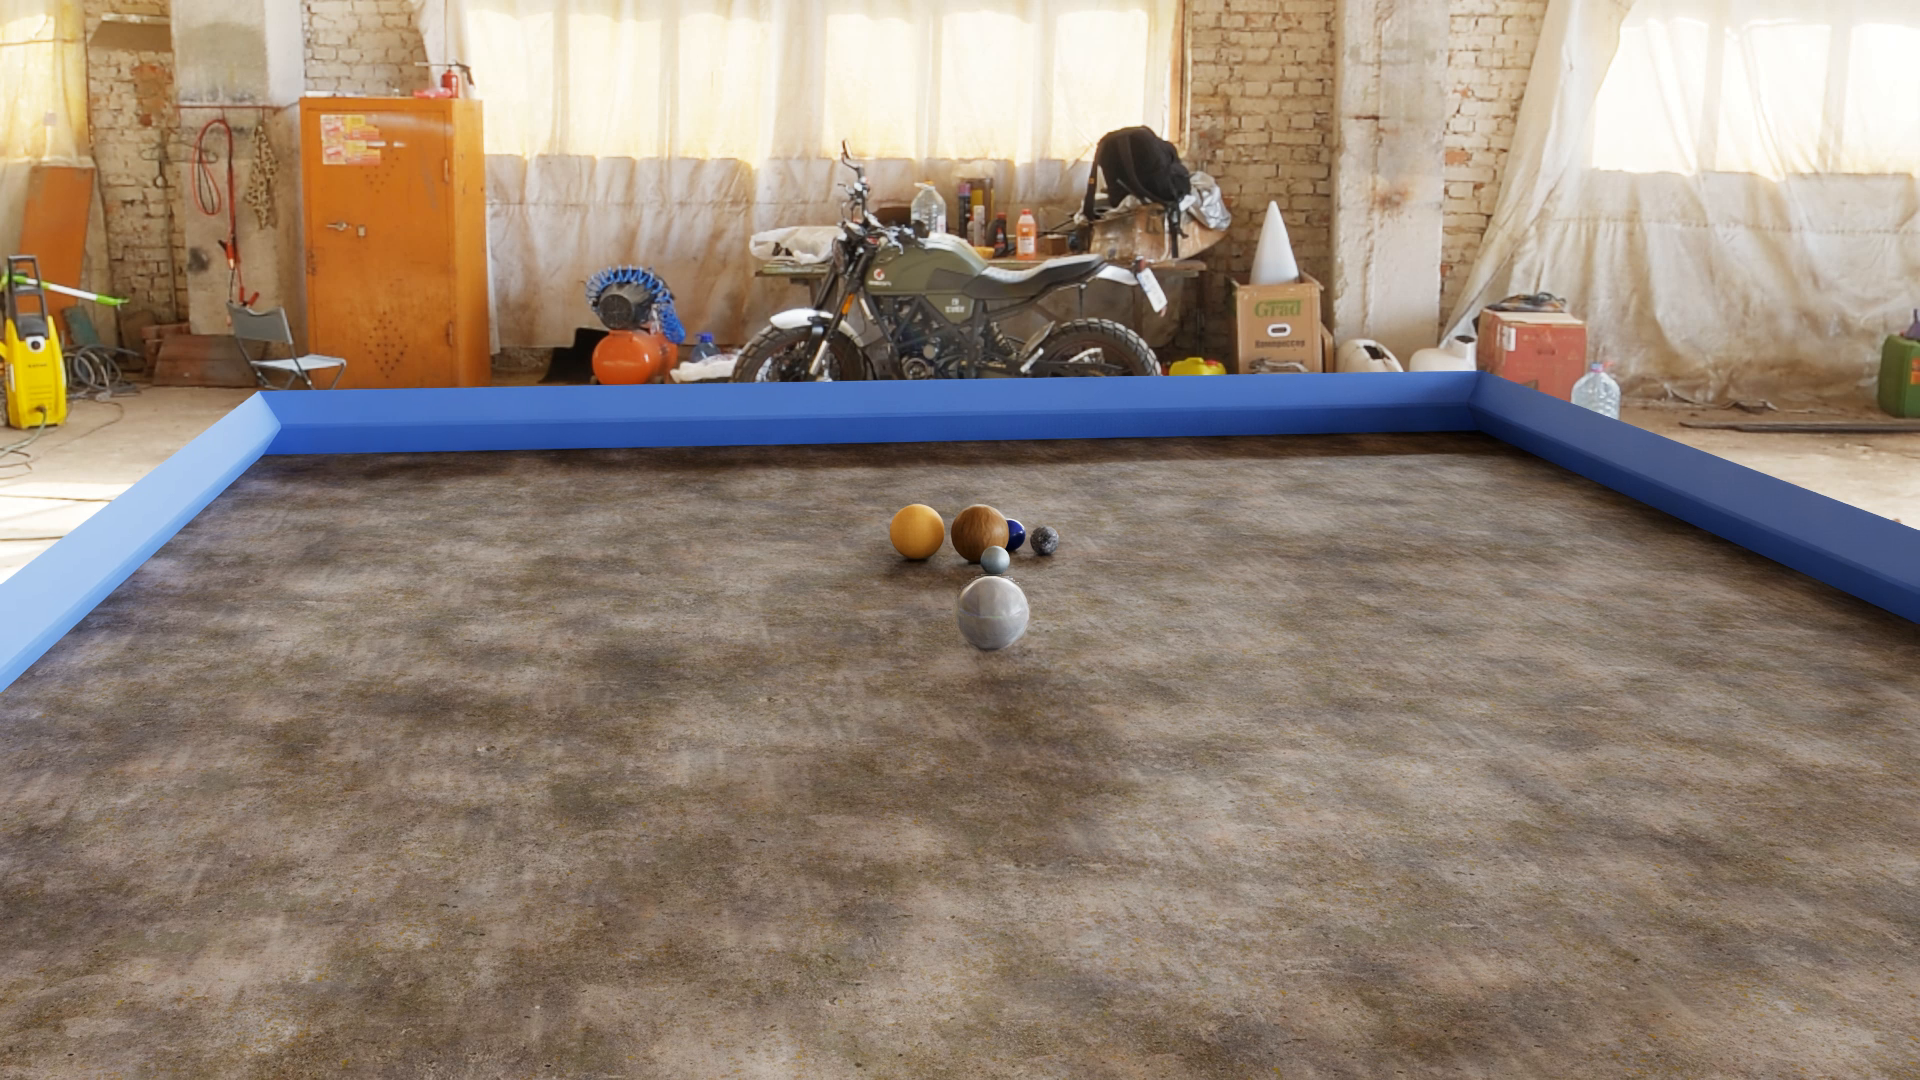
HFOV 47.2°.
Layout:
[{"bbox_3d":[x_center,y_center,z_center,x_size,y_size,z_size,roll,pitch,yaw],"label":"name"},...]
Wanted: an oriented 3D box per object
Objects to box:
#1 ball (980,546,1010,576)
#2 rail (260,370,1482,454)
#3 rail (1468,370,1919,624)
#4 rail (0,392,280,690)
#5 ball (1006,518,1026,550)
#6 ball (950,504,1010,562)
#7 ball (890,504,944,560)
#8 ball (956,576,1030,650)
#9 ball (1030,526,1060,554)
[{"bbox_3d":[0.049,0.029,3.086,0.041,0.041,0.041,0,12,0],"label":"ball"},{"bbox_3d":[-0.128,-0.241,4.180,2.342,0.117,0.045,-1,12,-7],"label":"rail"},{"bbox_3d":[1.270,0.157,2.287,0.045,0.117,4.233,-1,12,-7],"label":"rail"},{"bbox_3d":[-1.007,0.216,2.008,0.045,0.117,4.233,-1,12,-7],"label":"rail"},{"bbox_3d":[0.073,-0.008,3.244,0.047,0.047,0.047,0,12,0],"label":"ball"},{"bbox_3d":[0.029,-0.009,3.161,0.084,0.084,0.084,0,12,0],"label":"ball"},{"bbox_3d":[-0.062,-0.012,3.185,0.080,0.080,0.080,0,12,0],"label":"ball"},{"bbox_3d":[0.039,0.089,2.681,0.090,0.090,0.090,0,12,0],"label":"ball"},{"bbox_3d":[0.124,0.000,3.217,0.043,0.043,0.043,0,12,0],"label":"ball"}]
